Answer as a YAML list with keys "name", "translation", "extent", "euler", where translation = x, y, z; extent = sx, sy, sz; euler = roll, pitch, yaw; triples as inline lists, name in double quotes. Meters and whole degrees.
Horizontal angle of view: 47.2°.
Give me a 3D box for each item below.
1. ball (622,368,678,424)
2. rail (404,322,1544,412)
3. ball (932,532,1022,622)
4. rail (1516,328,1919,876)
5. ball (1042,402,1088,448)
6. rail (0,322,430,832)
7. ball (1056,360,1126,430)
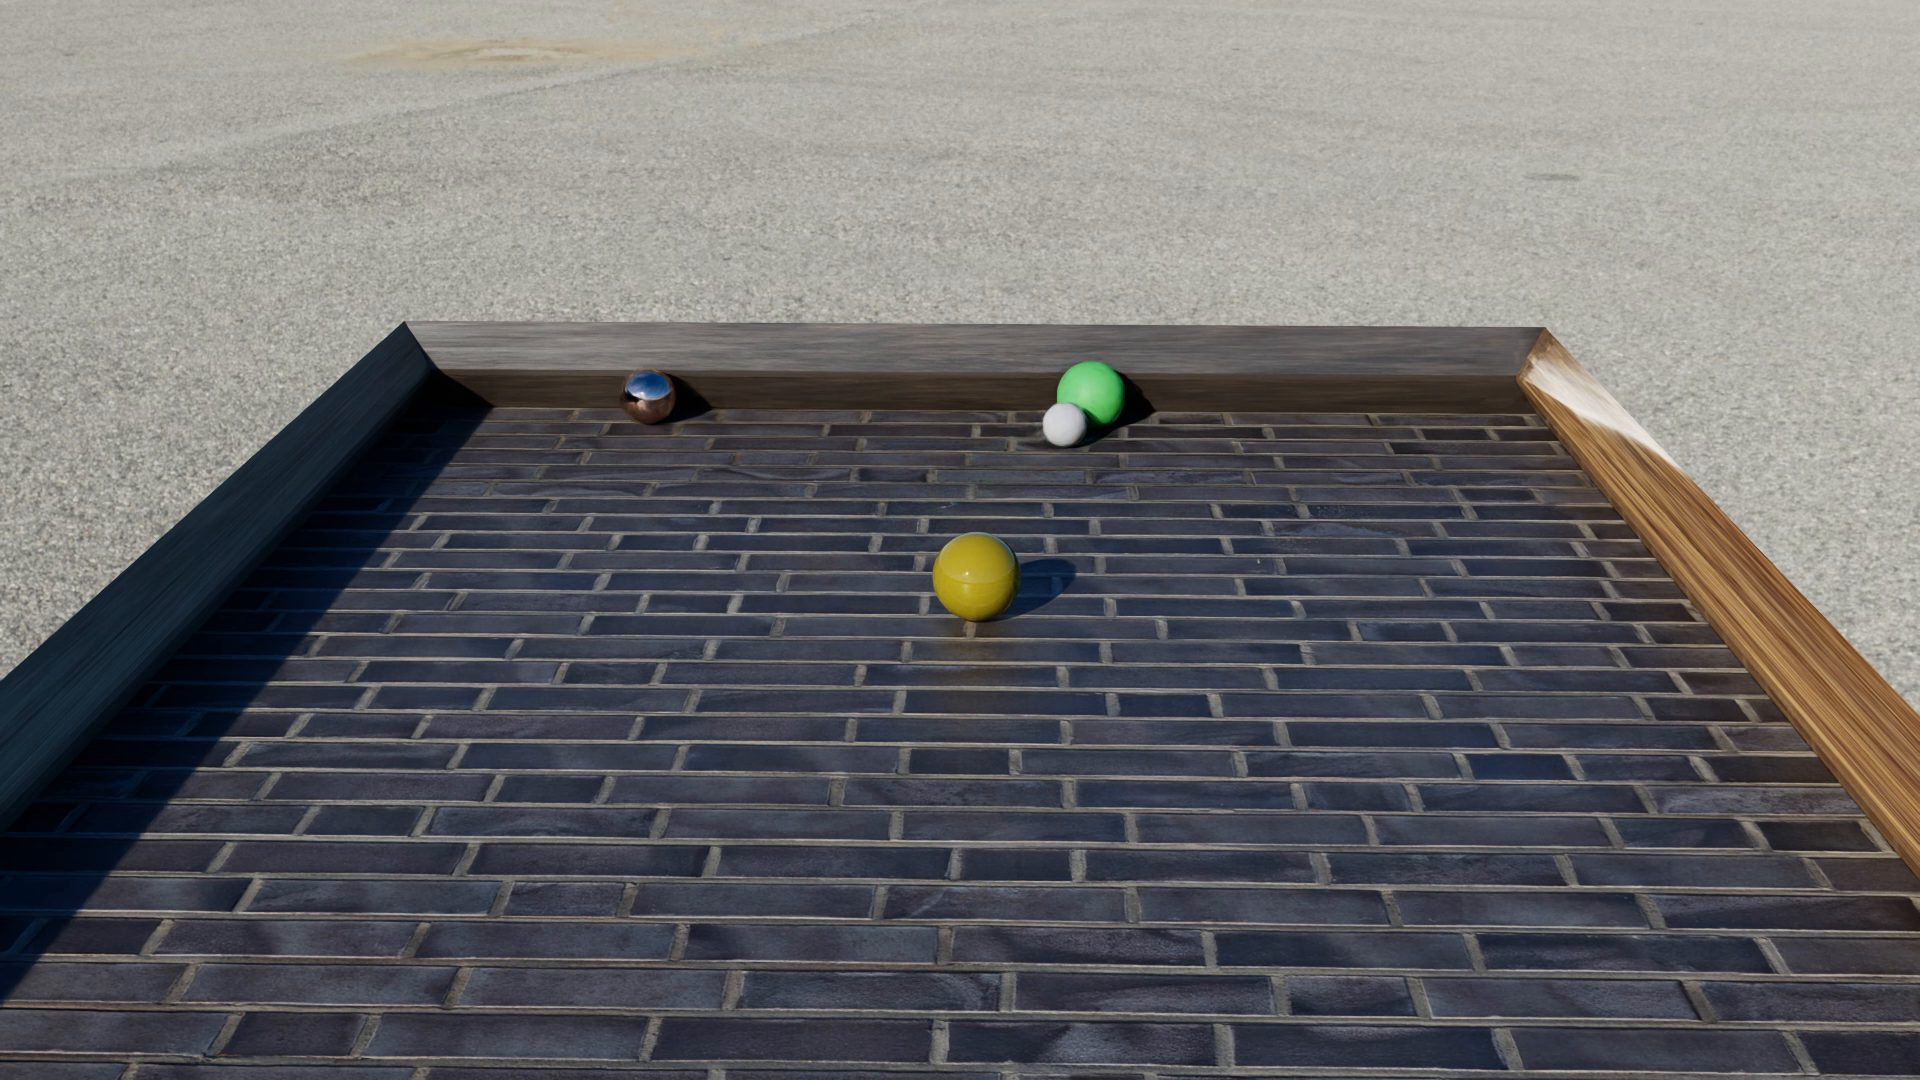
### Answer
- name: "ball"
  translation: [-0.429, -0.198, 3.038]
  extent: [0.076, 0.076, 0.076]
  euler: [0, 19, 0]
- name: "rail"
  translation: [0.015, -0.236, 3.071]
  extent: [1.598, 0.123, 0.045]
  euler: [0, 19, 1]
- name: "ball"
  translation: [0.018, 0.038, 2.327]
  extent: [0.095, 0.095, 0.095]
  euler: [0, 19, 0]
- name: "rail"
  translation: [0.759, 0.209, 1.790]
  extent: [0.045, 0.123, 2.724]
  euler: [0, 19, 1]
- name: "ball"
  translation: [0.140, -0.154, 2.932]
  extent: [0.061, 0.061, 0.061]
  euler: [0, 19, 0]
- name: "rail"
  translation: [-0.791, 0.197, 1.824]
  extent: [0.045, 0.123, 2.724]
  euler: [0, 19, 1]
- name: "ball"
  translation: [0.179, -0.197, 3.007]
  extent: [0.095, 0.095, 0.095]
  euler: [0, 19, 0]
